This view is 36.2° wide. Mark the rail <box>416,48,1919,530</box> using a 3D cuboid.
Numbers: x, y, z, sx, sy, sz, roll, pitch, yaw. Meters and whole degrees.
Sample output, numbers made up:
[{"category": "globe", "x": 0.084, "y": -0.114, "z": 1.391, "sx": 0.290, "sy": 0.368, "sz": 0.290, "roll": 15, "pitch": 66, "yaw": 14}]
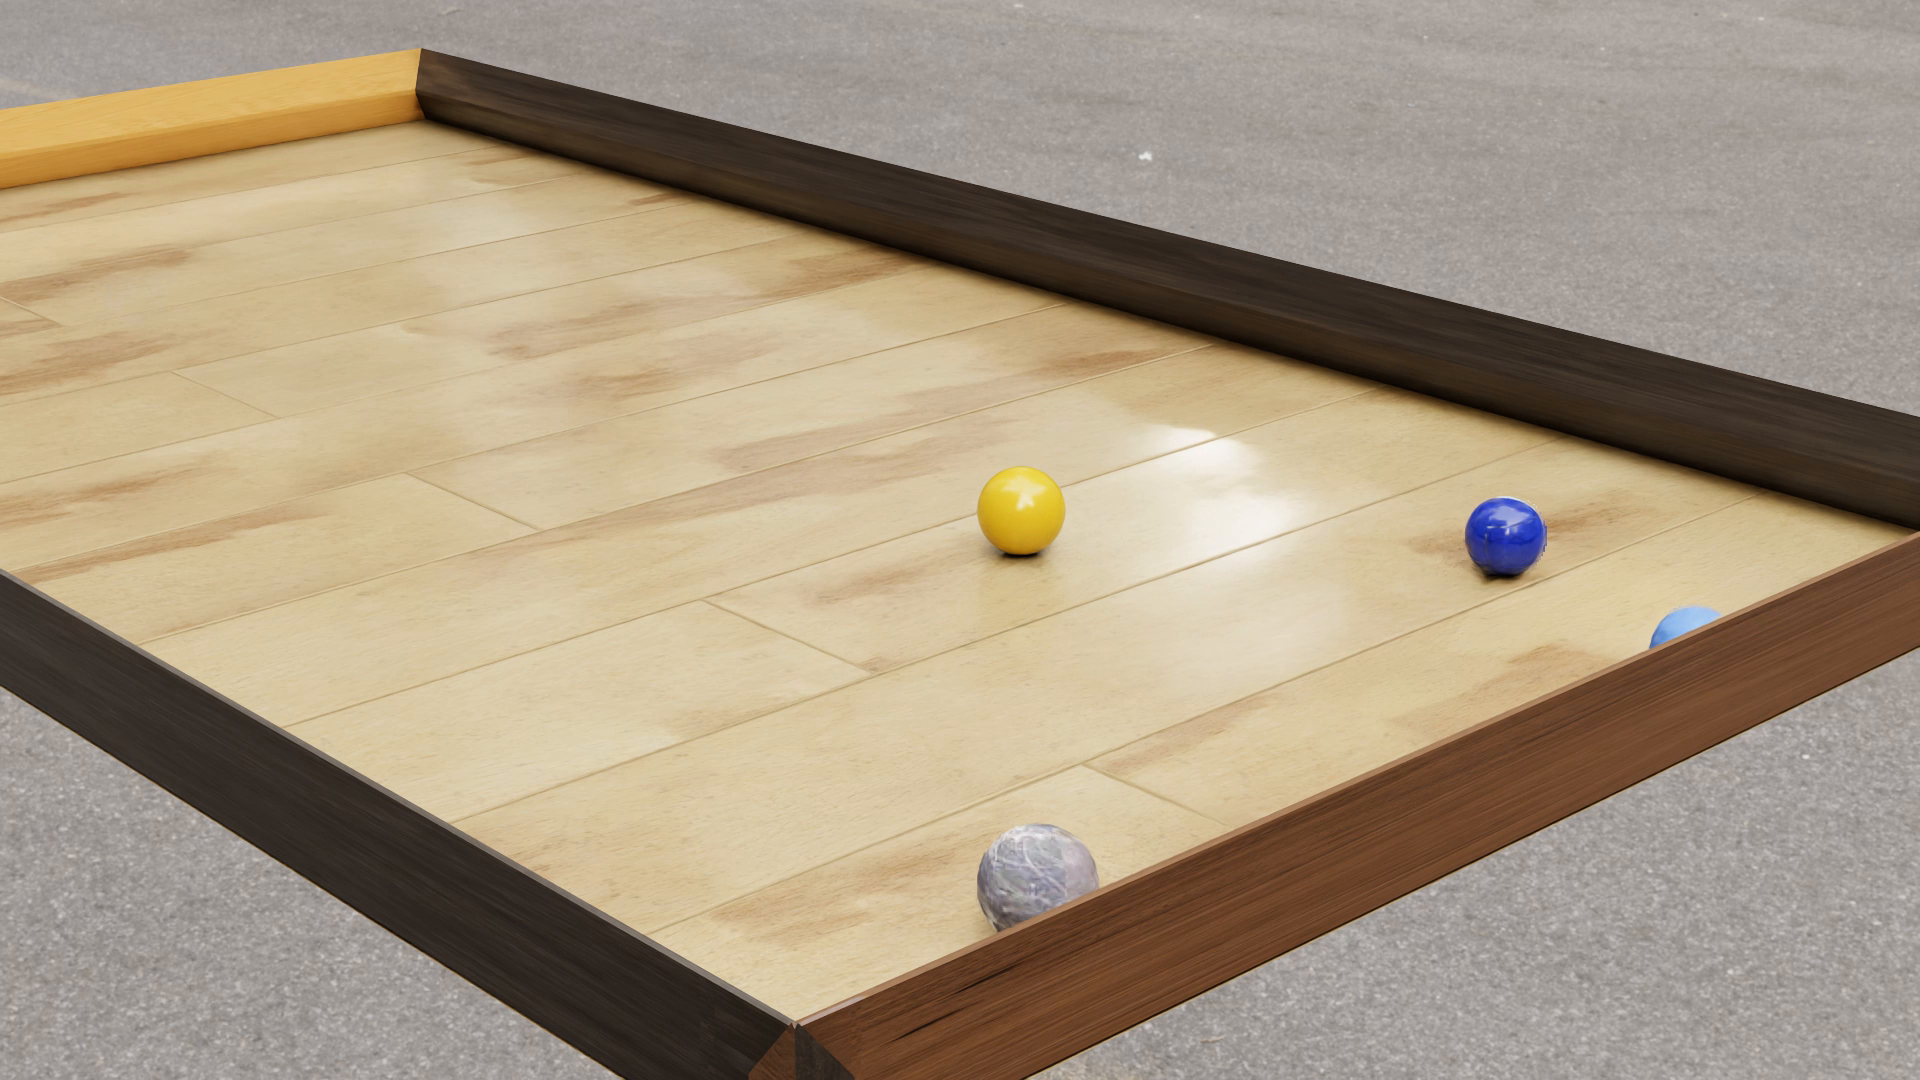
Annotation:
[{"category": "rail", "x": 0.081, "y": -0.373, "z": 3.732, "sx": 0.045, "sy": 0.113, "sz": 2.831, "roll": -17, "pitch": 26, "yaw": -40}]

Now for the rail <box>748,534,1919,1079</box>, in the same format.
[{"category": "rail", "x": 0.464, "y": 0.154, "z": 2.285, "sx": 1.572, "sy": 0.113, "sz": 0.045, "roll": -17, "pitch": 26, "yaw": -40}]

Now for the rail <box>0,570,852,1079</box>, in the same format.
[{"category": "rail", "x": -1.040, "y": -0.020, "z": 2.761, "sx": 0.045, "sy": 0.113, "sz": 2.831, "roll": -17, "pitch": 26, "yaw": -40}]

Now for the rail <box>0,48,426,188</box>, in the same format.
[{"category": "rail", "x": -1.423, "y": -0.546, "z": 4.208, "sx": 1.572, "sy": 0.113, "sz": 0.045, "roll": -17, "pitch": 26, "yaw": -40}]

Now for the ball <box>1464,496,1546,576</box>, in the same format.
[{"category": "ball", "x": 0.514, "y": -0.004, "z": 2.775, "sx": 0.075, "sy": 0.075, "sz": 0.075, "roll": 0, "pitch": 20, "yaw": 0}]

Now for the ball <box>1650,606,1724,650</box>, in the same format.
[{"category": "ball", "x": 0.626, "y": 0.094, "z": 2.505, "sx": 0.075, "sy": 0.075, "sz": 0.075, "roll": 0, "pitch": 20, "yaw": 0}]

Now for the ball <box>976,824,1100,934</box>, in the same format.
[{"category": "ball", "x": 0.055, "y": 0.244, "z": 2.078, "sx": 0.087, "sy": 0.087, "sz": 0.087, "roll": 0, "pitch": 20, "yaw": 0}]

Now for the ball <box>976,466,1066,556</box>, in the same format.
[{"category": "ball", "x": 0.059, "y": -0.028, "z": 2.827, "sx": 0.086, "sy": 0.086, "sz": 0.086, "roll": 0, "pitch": 20, "yaw": 0}]
